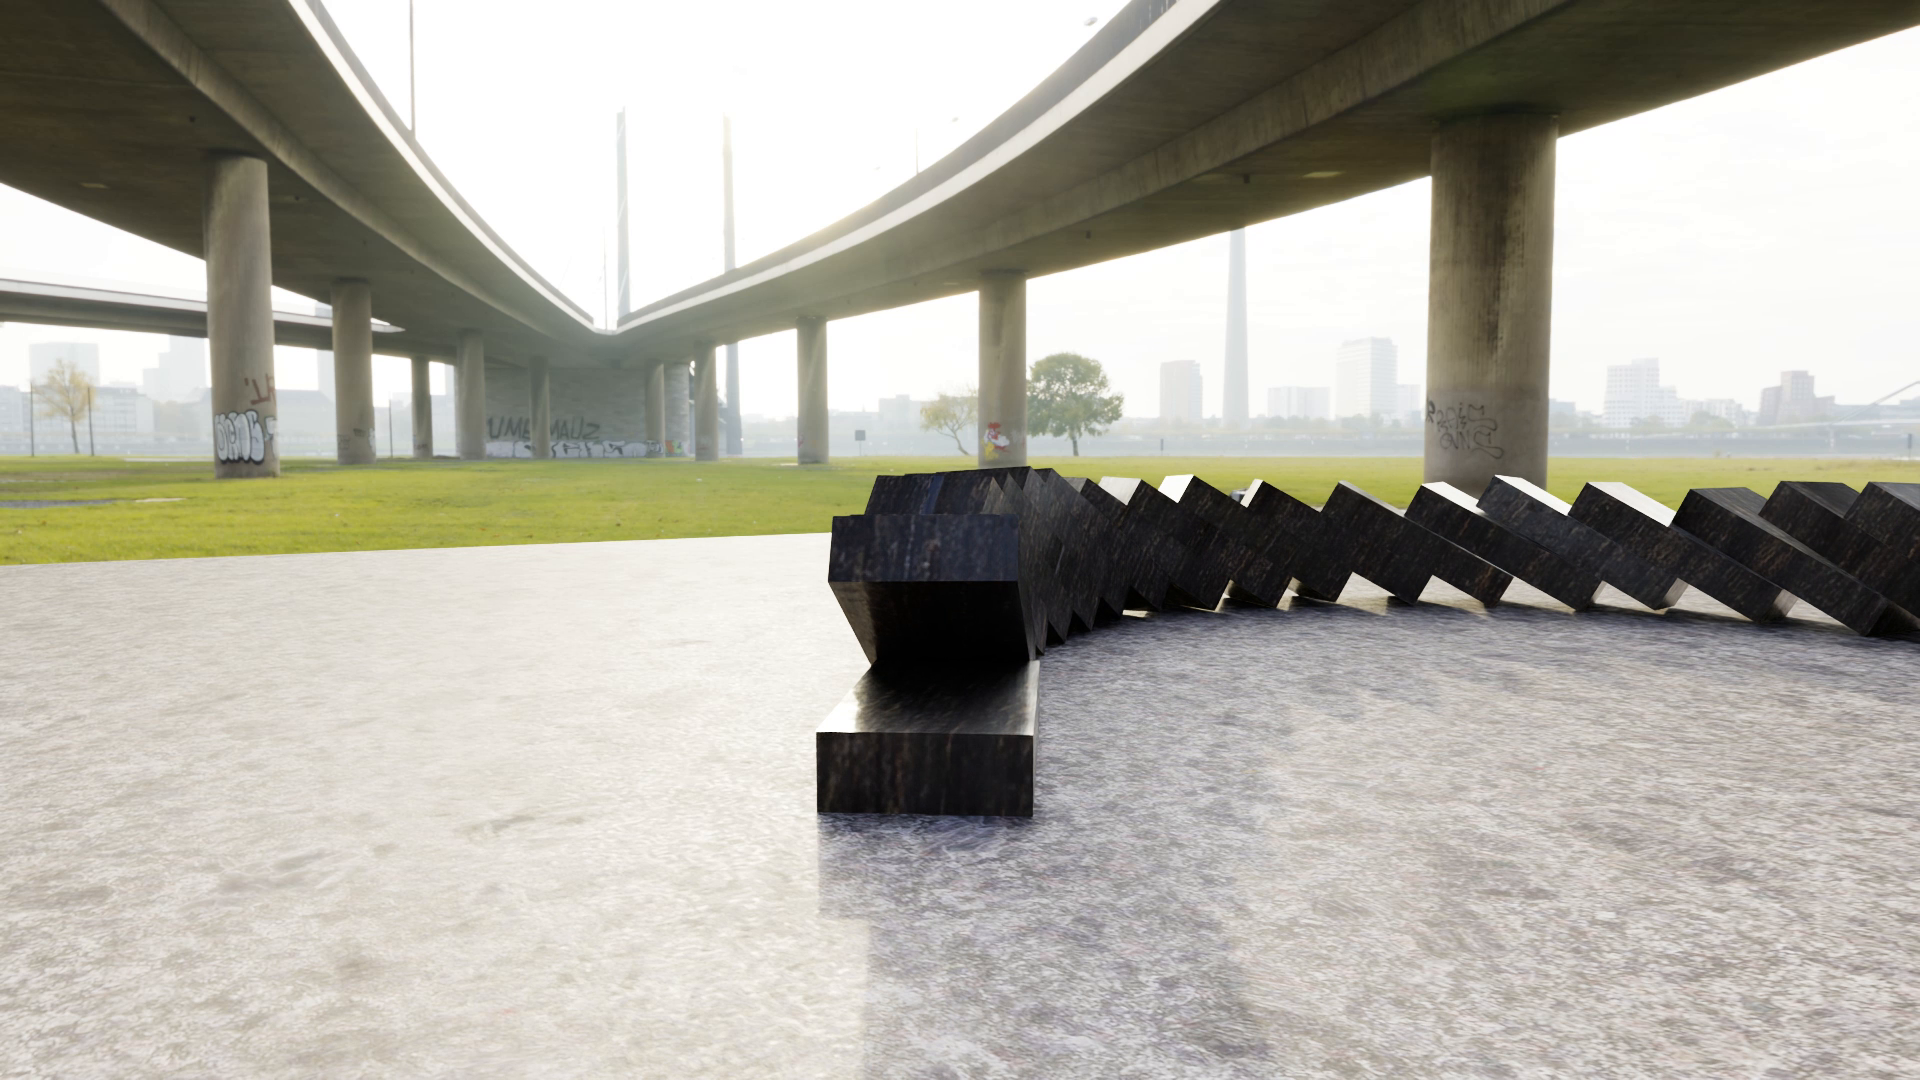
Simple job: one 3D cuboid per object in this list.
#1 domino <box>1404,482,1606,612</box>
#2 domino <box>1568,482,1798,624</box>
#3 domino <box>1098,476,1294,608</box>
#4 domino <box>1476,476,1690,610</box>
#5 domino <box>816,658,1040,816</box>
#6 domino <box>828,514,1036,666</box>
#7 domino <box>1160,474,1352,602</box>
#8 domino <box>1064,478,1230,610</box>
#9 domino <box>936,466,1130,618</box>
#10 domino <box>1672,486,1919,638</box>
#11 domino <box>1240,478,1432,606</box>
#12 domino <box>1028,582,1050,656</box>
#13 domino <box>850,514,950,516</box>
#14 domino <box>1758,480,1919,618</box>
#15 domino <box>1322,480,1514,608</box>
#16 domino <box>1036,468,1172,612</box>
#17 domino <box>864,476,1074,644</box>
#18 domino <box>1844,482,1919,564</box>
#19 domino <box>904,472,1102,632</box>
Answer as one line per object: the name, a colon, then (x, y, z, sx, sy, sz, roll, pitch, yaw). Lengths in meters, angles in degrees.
domino: (0.147, 0.001, 0.343, 0.050, 0.010, 0.025, 34, 21, 27)
domino: (0.181, 0.002, 0.321, 0.025, 0.010, 0.050, -2, 33, -45)
domino: (0.060, 0.000, 0.337, 0.050, 0.009, 0.025, 31, -4, -16)
domino: (0.163, 0.000, 0.335, 0.050, 0.009, 0.025, 38, 23, 32)
domino: (-0.002, 0.025, 0.172, 0.025, 0.009, 0.050, 0, 4, 4)
domino: (-0.002, 0.011, 0.192, 0.025, 0.010, 0.050, 0, -24, 6)
domino: (0.078, -0.001, 0.345, 0.050, 0.010, 0.025, 30, -2, -7)
domino: (0.042, 0.001, 0.326, 0.050, 0.010, 0.025, 33, -11, -24)
domino: (0.016, 0.002, 0.292, 0.025, 0.009, 0.050, -1, -32, 36)
domino: (0.200, 0.004, 0.305, 0.025, 0.010, 0.050, -3, 33, -31)
domino: (0.101, 0.000, 0.349, 0.050, 0.009, 0.025, 30, 7, 5)
domino: (-0.001, 0.010, 0.241, 0.025, 0.009, 0.050, 1, -21, 18)
domino: (-0.002, 0.010, 0.214, 0.025, 0.010, 0.050, 0, -24, 5)
domino: (0.211, 0.004, 0.289, 0.025, 0.009, 0.050, 0, 34, -27)
domino: (0.124, 0.000, 0.348, 0.050, 0.010, 0.025, 31, 13, 15)
domino: (0.026, 0.001, 0.308, 0.025, 0.009, 0.050, -1, -32, 47)
domino: (0.003, 0.005, 0.262, 0.025, 0.010, 0.050, 2, -30, 27)
domino: (0.220, 0.005, 0.272, 0.025, 0.010, 0.050, 0, 34, -27)
domino: (0.009, 0.003, 0.278, 0.025, 0.009, 0.050, 1, -31, 32)
